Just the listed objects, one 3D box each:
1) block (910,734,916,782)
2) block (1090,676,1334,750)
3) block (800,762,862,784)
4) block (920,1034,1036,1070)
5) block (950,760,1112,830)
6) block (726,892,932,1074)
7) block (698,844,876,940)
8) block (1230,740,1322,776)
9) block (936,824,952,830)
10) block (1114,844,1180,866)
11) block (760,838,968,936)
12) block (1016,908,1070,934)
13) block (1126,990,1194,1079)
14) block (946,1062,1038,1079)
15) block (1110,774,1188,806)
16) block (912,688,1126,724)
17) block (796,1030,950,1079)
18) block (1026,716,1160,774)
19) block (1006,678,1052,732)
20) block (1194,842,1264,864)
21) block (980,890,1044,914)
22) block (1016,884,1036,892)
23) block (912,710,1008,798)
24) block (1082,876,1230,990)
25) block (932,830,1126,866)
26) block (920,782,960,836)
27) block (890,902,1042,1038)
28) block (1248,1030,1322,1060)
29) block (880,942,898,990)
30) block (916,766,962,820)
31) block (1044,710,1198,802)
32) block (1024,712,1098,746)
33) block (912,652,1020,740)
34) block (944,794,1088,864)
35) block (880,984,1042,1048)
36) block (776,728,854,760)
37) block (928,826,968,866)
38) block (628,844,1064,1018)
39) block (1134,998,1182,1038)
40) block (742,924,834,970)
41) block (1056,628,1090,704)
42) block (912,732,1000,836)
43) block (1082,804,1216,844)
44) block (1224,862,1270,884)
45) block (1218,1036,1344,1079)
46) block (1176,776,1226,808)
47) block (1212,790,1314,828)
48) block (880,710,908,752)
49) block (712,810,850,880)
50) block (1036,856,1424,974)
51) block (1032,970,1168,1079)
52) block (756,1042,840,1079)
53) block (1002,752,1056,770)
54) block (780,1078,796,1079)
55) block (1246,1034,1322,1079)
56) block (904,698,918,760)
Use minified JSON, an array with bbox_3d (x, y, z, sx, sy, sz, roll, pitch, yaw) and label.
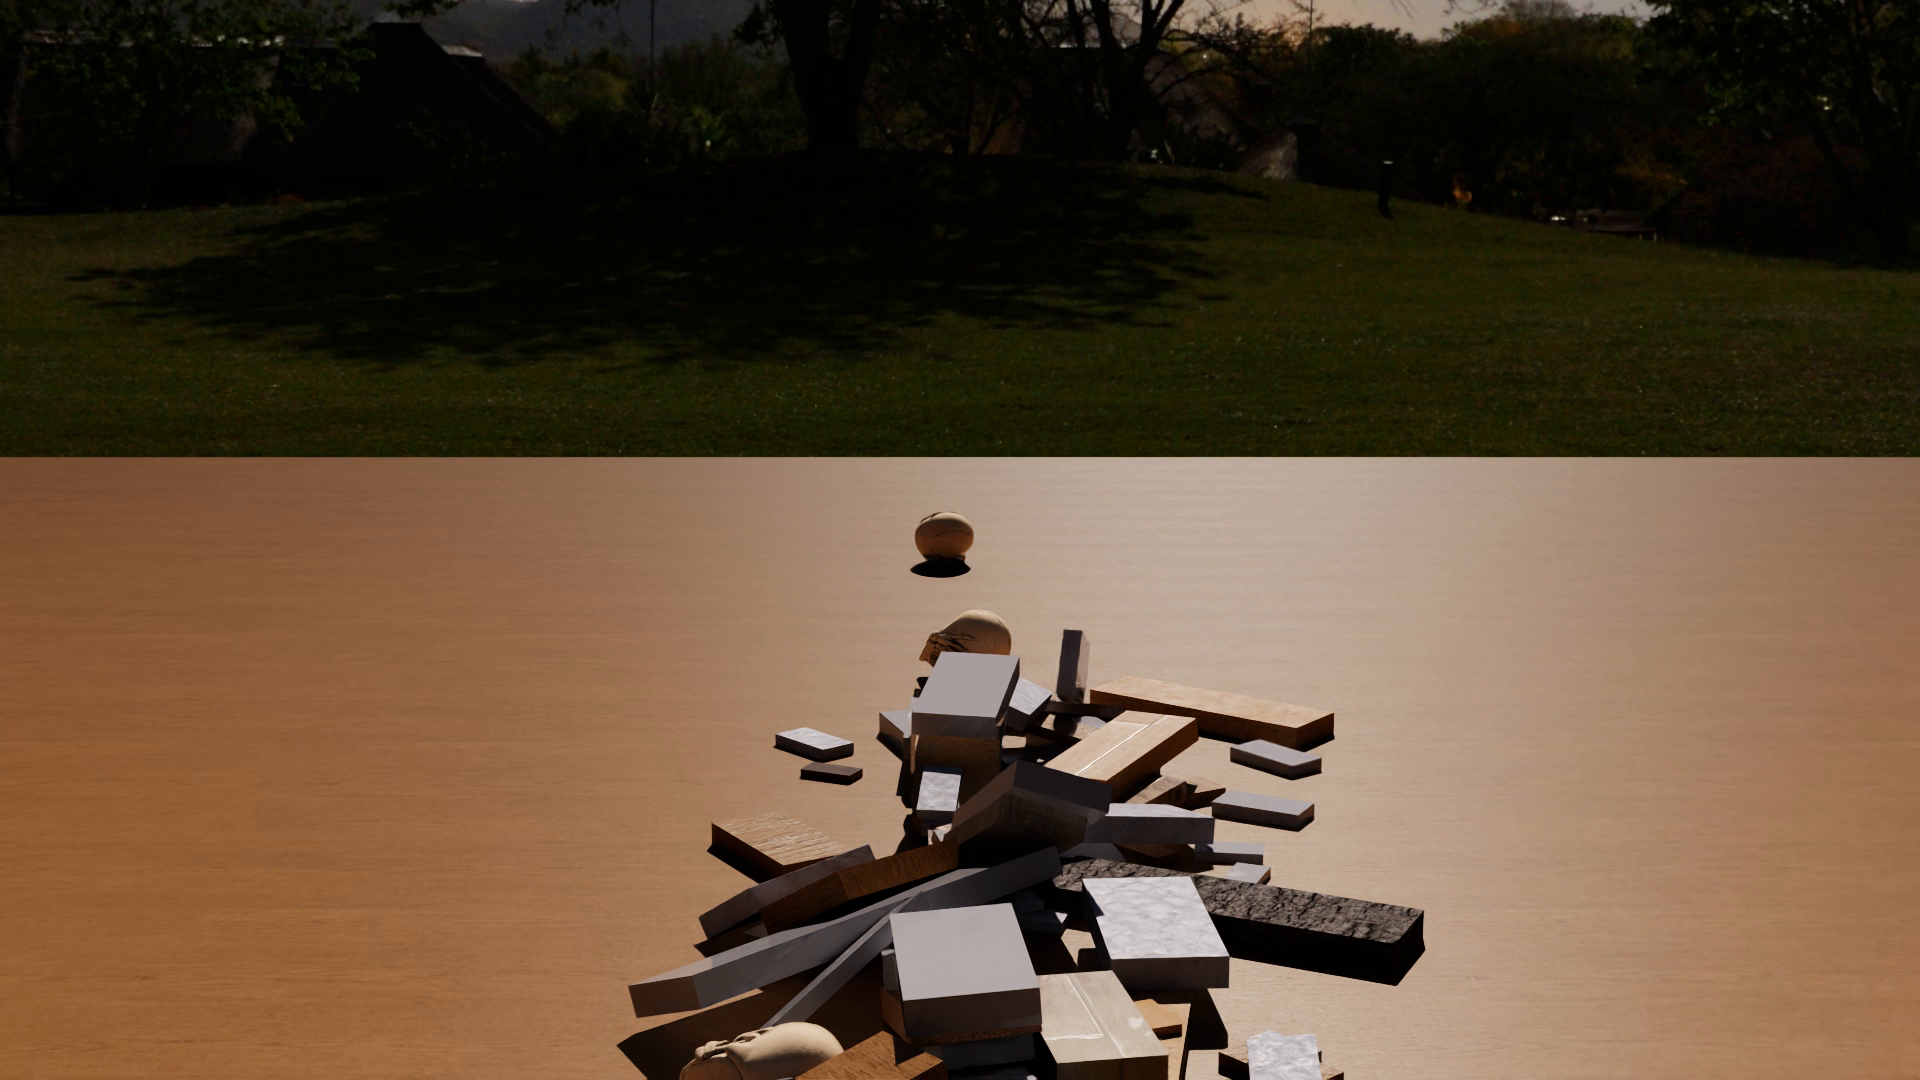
[{"bbox_3d":[-0.051,0.397,4.253,0.087,0.025,0.174,-1,39,0],"label":"block"},{"bbox_3d":[0.538,0.368,4.741,0.517,0.045,0.160,8,13,37],"label":"block"},{"bbox_3d":[-0.253,0.458,4.335,0.110,0.016,0.055,5,12,24],"label":"block"},{"bbox_3d":[0.014,0.670,2.943,0.121,0.034,0.241,-5,-5,-11],"label":"block"},{"bbox_3d":[0.110,0.440,3.548,0.160,0.045,0.320,17,-26,-12],"label":"block"},{"bbox_3d":[-0.178,0.613,3.070,0.374,0.025,0.088,-36,-3,-45],"label":"block"},{"bbox_3d":[-0.273,0.562,3.523,0.138,0.039,0.275,-34,-14,39],"label":"block"},{"bbox_3d":[0.634,0.438,4.420,0.085,0.024,0.170,-10,15,-38],"label":"block"},{"bbox_3d":[0.028,0.527,3.743,0.140,0.020,0.070,32,27,36],"label":"block"},{"bbox_3d":[0.326,0.547,3.860,0.055,0.016,0.110,-9,14,-40],"label":"block"},{"bbox_3d":[-0.148,0.545,3.458,0.166,0.047,0.332,-30,-14,30],"label":"block"},{"bbox_3d":[0.112,0.607,3.529,0.120,0.017,0.060,3,11,15],"label":"block"},{"bbox_3d":[0.225,0.690,3.000,0.165,0.047,0.329,2,11,9],"label":"block"},{"bbox_3d":[0.031,0.702,2.787,0.121,0.034,0.241,-10,-1,-10],"label":"block"},{"bbox_3d":[0.280,0.470,4.126,0.135,0.038,0.269,-22,20,-40],"label":"block"},{"bbox_3d":[0.134,0.362,4.718,0.471,0.025,0.087,4,-19,19],"label":"block"},{"bbox_3d":[-0.188,0.702,2.634,0.329,0.047,0.165,-24,12,-26],"label":"block"},{"bbox_3d":[0.266,0.422,4.454,0.155,0.044,0.310,-4,11,-21],"label":"block"},{"bbox_3d":[0.099,0.322,4.483,0.135,0.038,0.269,25,10,9],"label":"block"},{"bbox_3d":[0.471,0.547,3.854,0.120,0.017,0.060,1,11,8],"label":"block"},{"bbox_3d":[0.076,0.588,3.546,0.106,0.015,0.053,-5,12,-25],"label":"block"},{"bbox_3d":[0.097,0.578,3.691,0.054,0.015,0.108,4,11,19],"label":"block"},{"bbox_3d":[0.003,0.393,4.202,0.156,0.044,0.312,3,39,5],"label":"block"},{"bbox_3d":[0.288,0.586,3.300,0.171,0.048,0.341,-1,11,-4],"label":"block"},{"bbox_3d":[0.119,0.529,3.738,0.335,0.020,0.069,7,17,-21],"label":"block"},{"bbox_3d":[-0.036,0.478,3.916,0.069,0.020,0.139,-2,28,-2],"label":"block"},{"bbox_3d":[0.002,0.560,2.887,0.170,0.048,0.340,-5,9,-4],"label":"block"},{"bbox_3d":[0.447,0.702,3.031,0.047,0.013,0.094,-9,14,-40],"label":"block"},{"bbox_3d":[-0.029,0.603,3.195,0.170,0.048,0.340,-4,-5,-3],"label":"block"},{"bbox_3d":[-0.036,0.451,3.924,0.069,0.020,0.139,2,28,5],"label":"block"},{"bbox_3d":[0.301,0.409,4.177,0.160,0.045,0.319,3,19,37],"label":"block"},{"bbox_3d":[0.235,0.393,4.428,0.080,0.023,0.274,-9,14,-39],"label":"block"},{"bbox_3d":[0.015,0.293,4.190,0.156,0.044,0.312,3,19,9],"label":"block"},{"bbox_3d":[0.084,0.480,3.544,0.138,0.039,0.275,19,-26,-16],"label":"block"},{"bbox_3d":[-0.004,0.635,2.988,0.170,0.048,0.340,-5,-5,-9],"label":"block"},{"bbox_3d":[-0.300,0.419,4.528,0.080,0.023,0.159,-9,14,-41],"label":"block"},{"bbox_3d":[-0.019,0.539,3.791,0.070,0.020,0.140,-1,26,-3],"label":"block"},{"bbox_3d":[-0.153,0.579,3.293,0.714,0.047,0.166,-12,-5,-42],"label":"block"},{"bbox_3d":[0.263,0.656,3.019,0.047,0.013,0.094,-4,11,-21],"label":"block"},{"bbox_3d":[-0.241,0.626,3.408,0.176,0.025,0.088,7,13,35],"label":"block"},{"bbox_3d":[0.241,0.277,4.660,0.038,0.135,0.269,6,-10,8],"label":"block"},{"bbox_3d":[-0.005,0.425,4.079,0.156,0.044,0.312,0,36,1],"label":"block"},{"bbox_3d":[0.260,0.496,3.857,0.332,0.047,0.166,4,0,-25],"label":"block"},{"bbox_3d":[0.479,0.574,3.711,0.060,0.017,0.120,4,11,23],"label":"block"},{"bbox_3d":[0.431,0.711,2.956,0.077,0.022,0.154,-9,14,-40],"label":"block"},{"bbox_3d":[0.411,0.484,4.176,0.170,0.024,0.085,-6,12,-30],"label":"block"},{"bbox_3d":[0.563,0.500,4.090,0.170,0.024,0.085,6,12,29],"label":"block"},{"bbox_3d":[-0.047,0.407,4.533,0.155,0.044,0.311,-4,11,-19],"label":"block"},{"bbox_3d":[-0.311,0.537,3.845,0.138,0.039,0.275,-7,12,-32],"label":"block"},{"bbox_3d":[0.427,0.594,3.521,0.594,0.047,0.165,5,12,26],"label":"block"},{"bbox_3d":[0.169,0.655,2.948,0.146,0.041,0.292,-2,11,-10],"label":"block"},{"bbox_3d":[-0.164,0.716,2.918,0.192,0.027,0.096,6,12,31],"label":"block"},{"bbox_3d":[0.139,0.445,4.407,0.110,0.016,0.055,-2,11,-13],"label":"block"},{"bbox_3d":[-0.223,0.714,2.507,0.092,0.184,0.026,-5,-10,-24],"label":"block"},{"bbox_3d":[0.425,0.707,2.868,0.092,0.026,0.184,-6,18,6],"label":"block"},{"bbox_3d":[-0.029,0.379,4.443,0.155,0.044,0.311,0,11,1],"label":"block"}]
